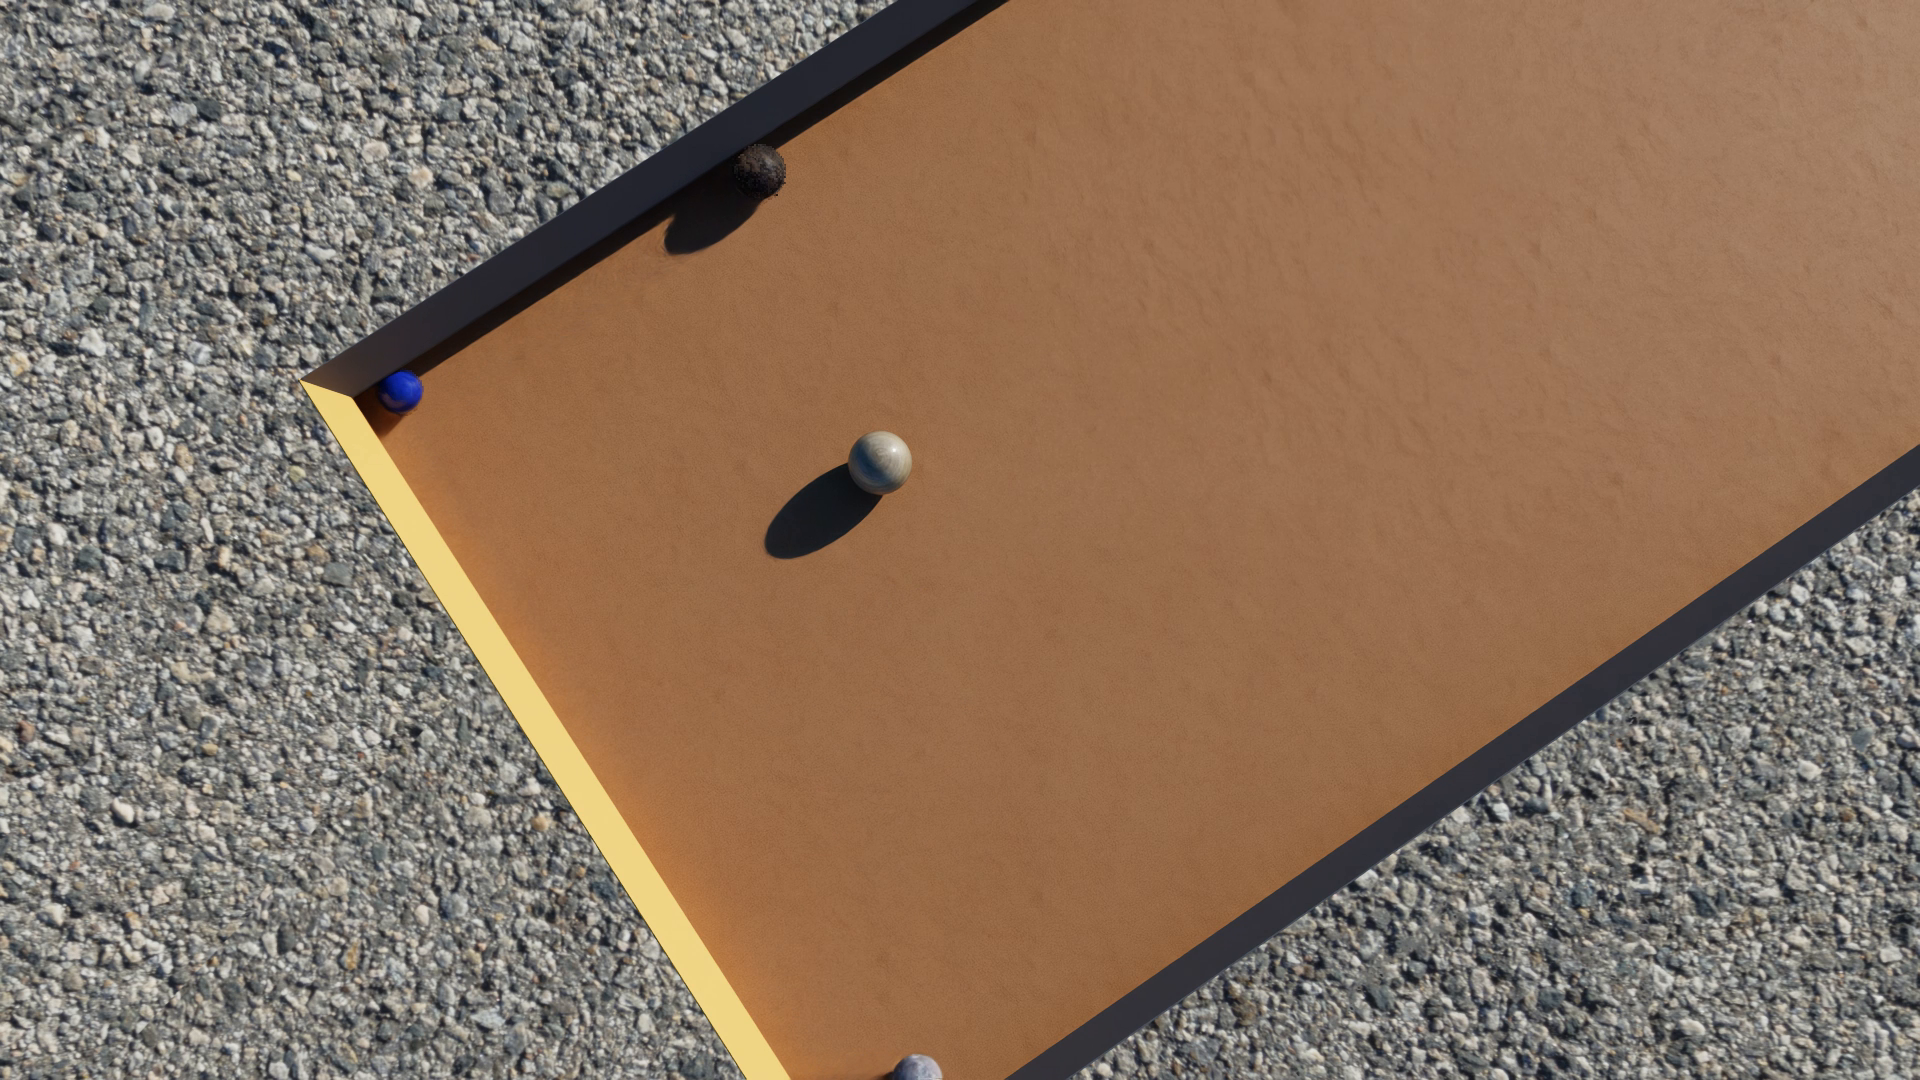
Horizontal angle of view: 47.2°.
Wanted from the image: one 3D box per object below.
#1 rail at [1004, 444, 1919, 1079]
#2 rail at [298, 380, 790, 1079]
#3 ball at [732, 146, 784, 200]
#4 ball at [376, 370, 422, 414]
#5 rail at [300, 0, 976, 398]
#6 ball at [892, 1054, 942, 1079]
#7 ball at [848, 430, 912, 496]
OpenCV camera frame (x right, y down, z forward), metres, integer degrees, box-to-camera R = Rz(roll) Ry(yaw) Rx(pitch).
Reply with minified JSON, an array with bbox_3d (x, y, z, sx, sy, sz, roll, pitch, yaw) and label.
[{"bbox_3d":[0.960,0.196,3.219,2.729,0.126,0.045,-34,82,-5],"label":"rail"},{"bbox_3d":[-0.546,0.358,3.191,0.045,0.126,1.459,-34,82,-5],"label":"rail"},{"bbox_3d":[-0.310,-0.563,3.373,0.082,0.082,0.082,0,80,0],"label":"ball"},{"bbox_3d":[-0.847,-0.224,3.322,0.066,0.066,0.066,0,80,0],"label":"ball"},{"bbox_3d":[0.171,-0.957,3.418,2.729,0.126,0.045,-34,82,-5],"label":"rail"},{"bbox_3d":[-0.061,0.772,3.148,0.071,0.071,0.071,0,80,0],"label":"ball"},{"bbox_3d":[-0.120,-0.115,3.288,0.097,0.097,0.097,0,80,0],"label":"ball"}]
